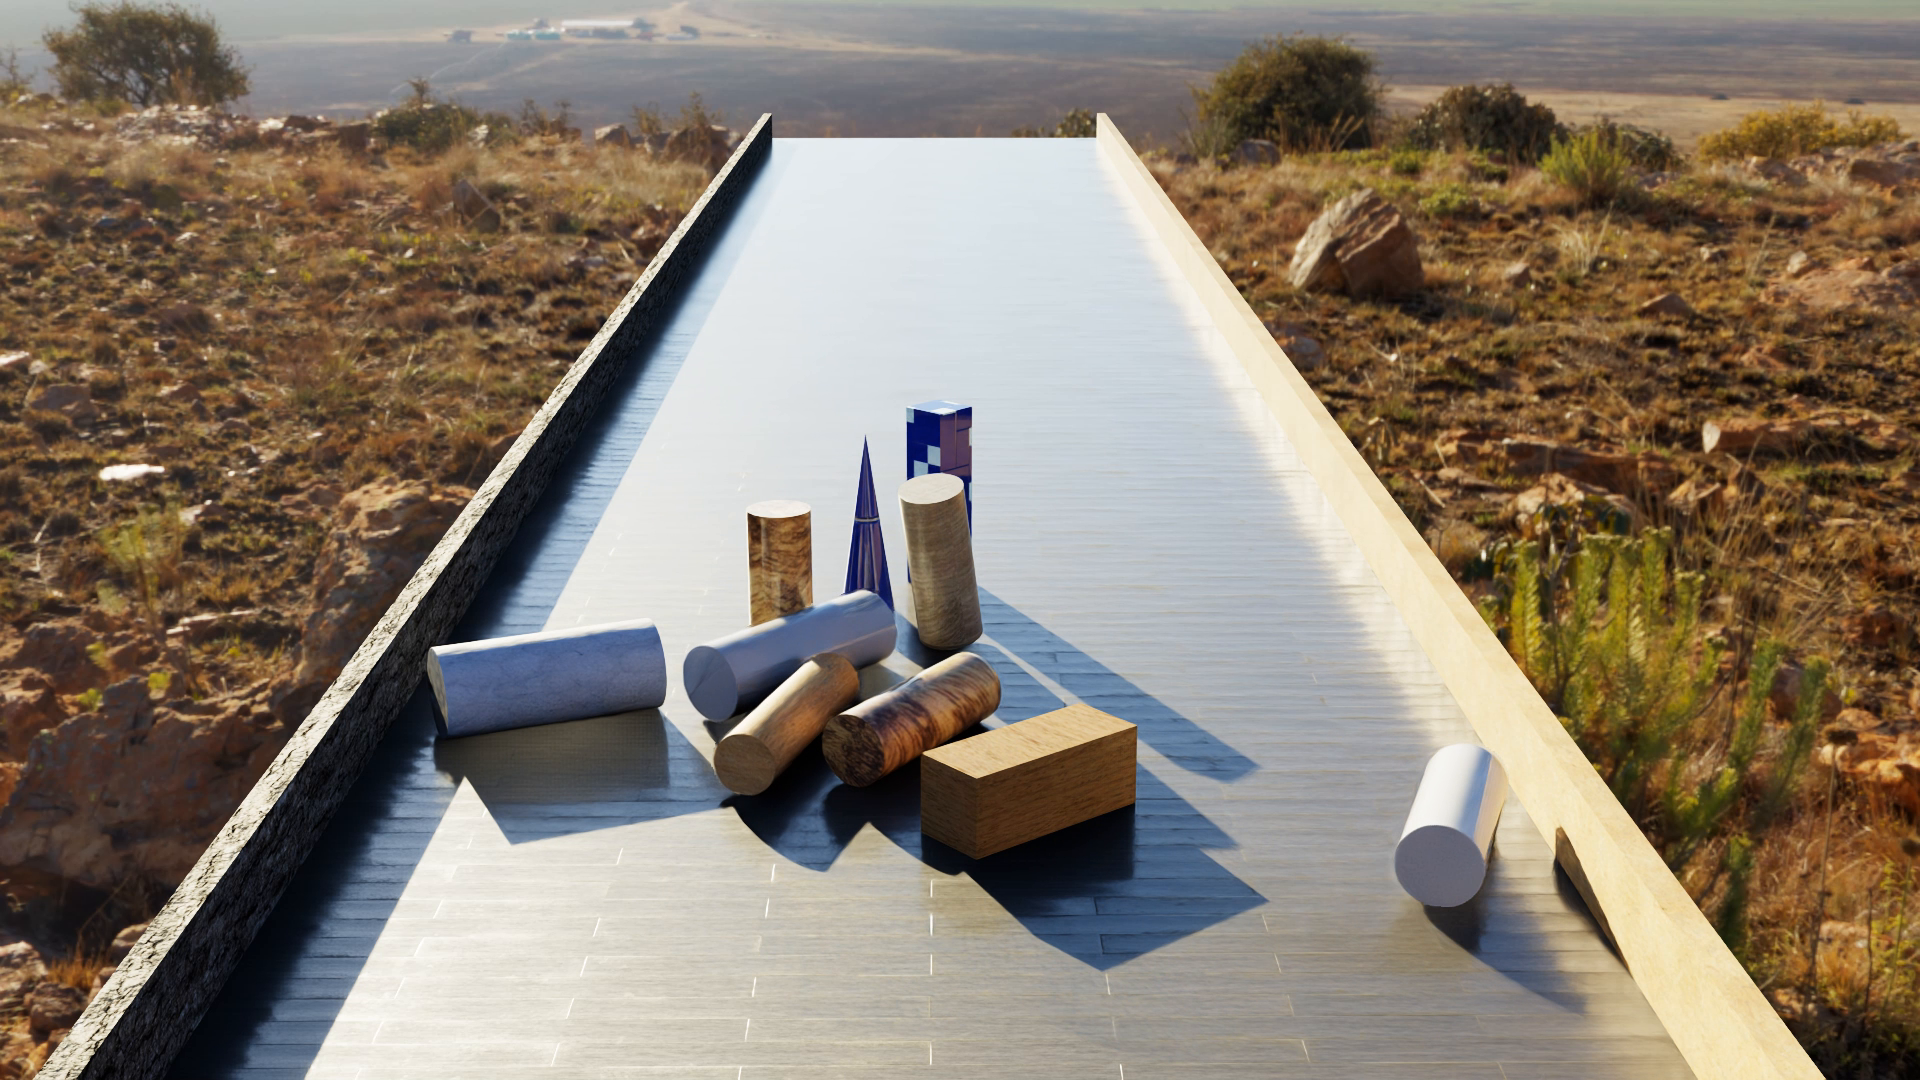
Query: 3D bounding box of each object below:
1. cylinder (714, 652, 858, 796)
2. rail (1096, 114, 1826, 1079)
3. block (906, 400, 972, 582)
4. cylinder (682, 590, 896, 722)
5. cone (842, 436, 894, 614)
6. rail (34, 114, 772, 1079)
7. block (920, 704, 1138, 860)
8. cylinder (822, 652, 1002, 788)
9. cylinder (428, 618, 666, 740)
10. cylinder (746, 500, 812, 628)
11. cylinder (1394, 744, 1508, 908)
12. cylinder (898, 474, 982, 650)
[{"bbox_3d":[-0.305,0.324,3.941,0.112,0.112,0.431,5,17,16],"label":"cylinder"},{"bbox_3d":[0.932,-0.844,7.801,0.050,0.150,12.000,0,17,-1],"label":"rail"},{"bbox_3d":[-0.046,-0.099,4.860,0.102,0.400,0.102,15,22,41],"label":"block"},{"bbox_3d":[-0.322,0.219,4.231,0.148,0.148,0.434,14,21,39],"label":"cylinder"},{"bbox_3d":[-0.198,-0.035,4.657,0.117,0.393,0.117,0,17,0],"label":"cone"},{"bbox_3d":[-1.118,-0.838,7.780,0.050,0.150,12.000,0,17,-1],"label":"rail"},{"bbox_3d":[0.117,0.396,3.651,0.355,0.140,0.140,-14,21,-38],"label":"block"},{"bbox_3d":[-0.082,0.317,3.931,0.132,0.132,0.378,10,20,31],"label":"cylinder"},{"bbox_3d":[-0.764,0.255,4.070,0.406,0.170,0.170,-7,18,-23],"label":"cylinder"},{"bbox_3d":[-0.358,0.088,4.384,0.128,0.312,0.128,0,17,0],"label":"cylinder"},{"bbox_3d":[0.782,0.447,3.485,0.136,0.136,0.345,6,17,18],"label":"cylinder"},{"bbox_3d":[-0.038,0.045,4.451,0.133,0.335,0.133,-6,27,3],"label":"cylinder"}]
